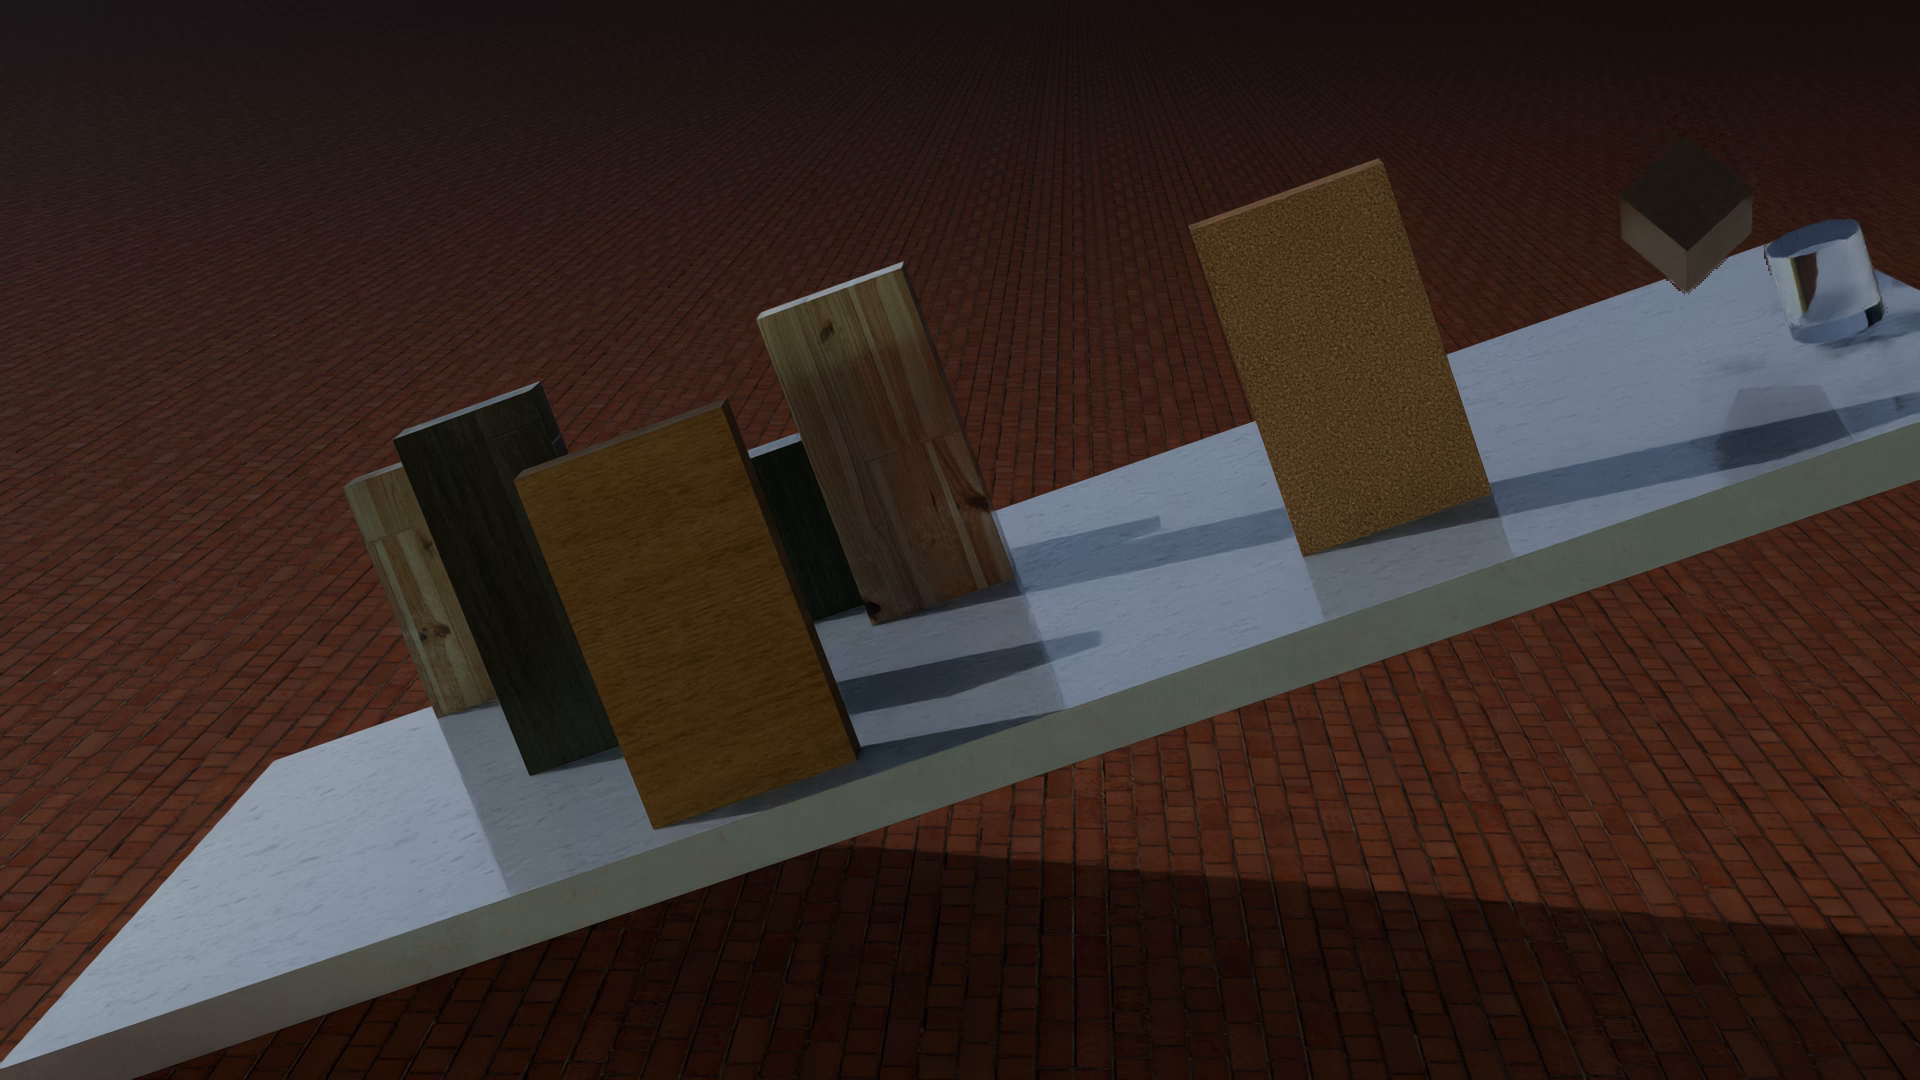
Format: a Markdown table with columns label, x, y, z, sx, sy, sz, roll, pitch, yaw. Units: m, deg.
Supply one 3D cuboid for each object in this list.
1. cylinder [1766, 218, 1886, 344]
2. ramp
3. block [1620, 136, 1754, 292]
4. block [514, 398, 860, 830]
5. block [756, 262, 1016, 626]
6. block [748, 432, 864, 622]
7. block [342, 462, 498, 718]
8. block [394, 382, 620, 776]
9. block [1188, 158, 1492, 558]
| label | x | y | z | sx | sy | sz | roll | pitch | yaw |
| --- | --- | --- | --- | --- | --- | --- | --- | --- | --- |
| cylinder | 1.729 | -0.518 | 5.875 | 0.187 | 0.187 | 0.187 | -20 | 18 | 7 |
| ramp | 0.113 | 0.178 | 6.299 | 4.000 | 0.100 | 2.000 | -19 | 11 | 6 |
| block | 1.585 | -0.711 | 6.421 | 0.200 | 0.200 | 0.200 | 45 | -6 | 24 |
| block | -0.502 | 0.141 | 5.467 | 0.408 | 0.710 | 0.092 | -19 | 11 | 6 |
| block | -0.158 | -0.210 | 6.481 | 0.335 | 0.727 | 0.115 | -19 | 11 | 6 |
| block | -0.274 | -0.059 | 6.794 | 0.375 | 0.407 | 0.137 | -19 | 11 | 6 |
| block | -1.261 | 0.100 | 7.234 | 0.278 | 0.616 | 0.113 | -19 | 11 | 6 |
| block | -0.905 | 0.085 | 6.264 | 0.312 | 0.778 | 0.118 | -19 | 11 | 6 |
| block | 0.737 | -0.350 | 5.702 | 0.385 | 0.678 | 0.089 | -19 | 11 | 6 |
